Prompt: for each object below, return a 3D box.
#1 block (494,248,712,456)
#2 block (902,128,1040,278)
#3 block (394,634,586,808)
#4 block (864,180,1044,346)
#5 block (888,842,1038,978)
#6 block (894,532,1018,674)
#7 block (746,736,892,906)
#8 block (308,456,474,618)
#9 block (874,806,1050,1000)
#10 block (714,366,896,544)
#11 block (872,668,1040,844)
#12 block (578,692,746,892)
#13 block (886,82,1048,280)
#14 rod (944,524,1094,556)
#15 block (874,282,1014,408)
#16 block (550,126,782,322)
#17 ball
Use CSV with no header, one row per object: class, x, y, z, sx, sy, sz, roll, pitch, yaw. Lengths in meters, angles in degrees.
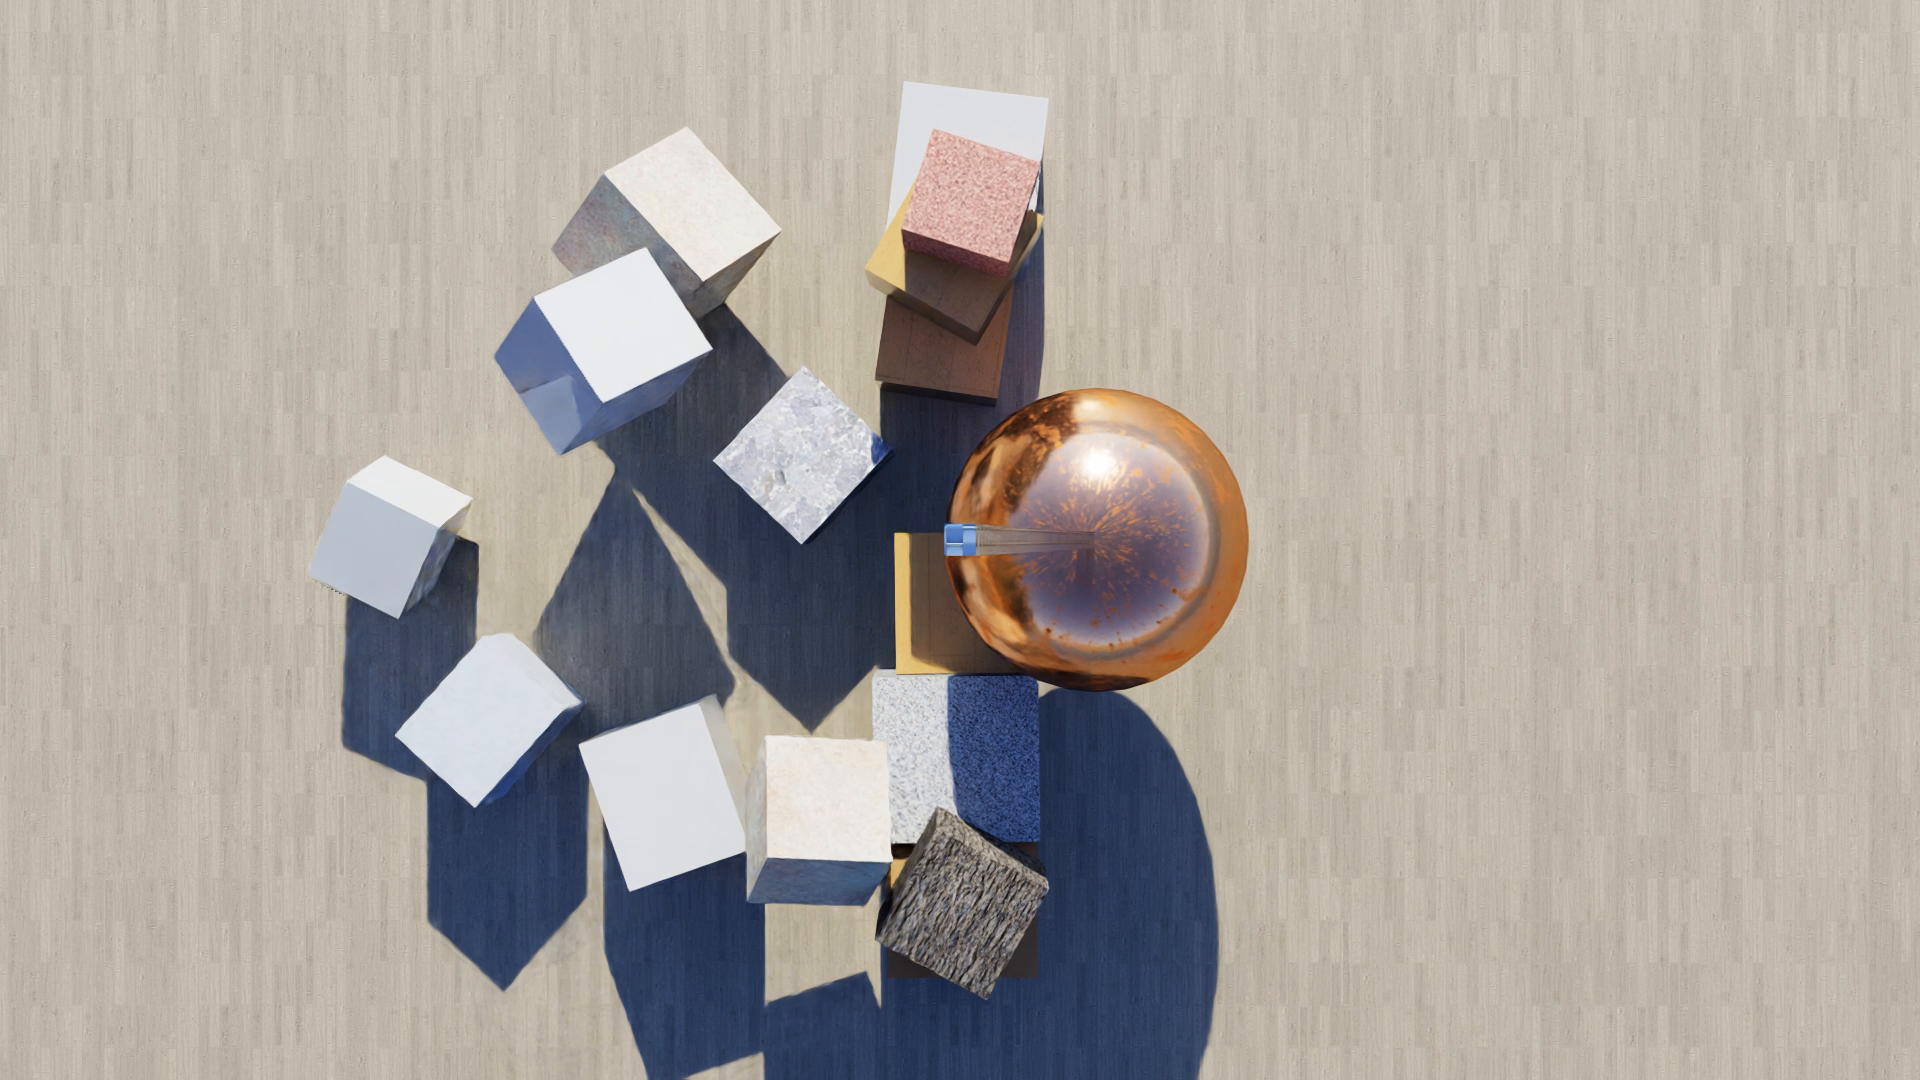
block,-1.941,-1.017,11.924,0.752,0.719,0.664,-31,86,-36
block,0.054,-1.712,11.252,0.563,0.585,0.527,18,89,0
block,-2.680,1.023,12.634,0.609,0.710,0.748,42,90,1
block,-0.030,-1.555,11.863,0.684,0.644,0.704,30,89,0
block,0.013,2.049,12.590,0.832,0.820,0.753,0,90,0
block,-0.002,0.352,12.665,0.722,0.669,0.790,-1,90,0
block,-0.768,1.511,11.772,0.654,0.650,0.686,4,59,-14
block,-3.256,-0.025,12.595,0.571,0.639,0.604,27,106,-3
block,0.009,1.944,11.846,0.675,0.594,0.678,29,94,-2
block,-0.881,-0.478,12.652,0.682,0.696,0.738,43,90,0
block,-0.020,1.210,12.560,0.916,0.879,0.915,-1,90,0
block,-1.636,1.425,12.594,0.709,0.804,0.861,-19,90,1
block,0.037,-2.038,12.598,0.809,0.803,0.925,7,90,0
rod,0.308,0.000,8.161,0.080,5.200,0.080,0,90,7
block,-0.084,-1.170,12.592,0.689,0.815,0.678,8,90,0
block,-1.666,-1.702,12.476,0.800,0.758,0.724,47,134,0
ball,0.712,0.000,11.537,1.600,1.600,1.600,0,90,0
